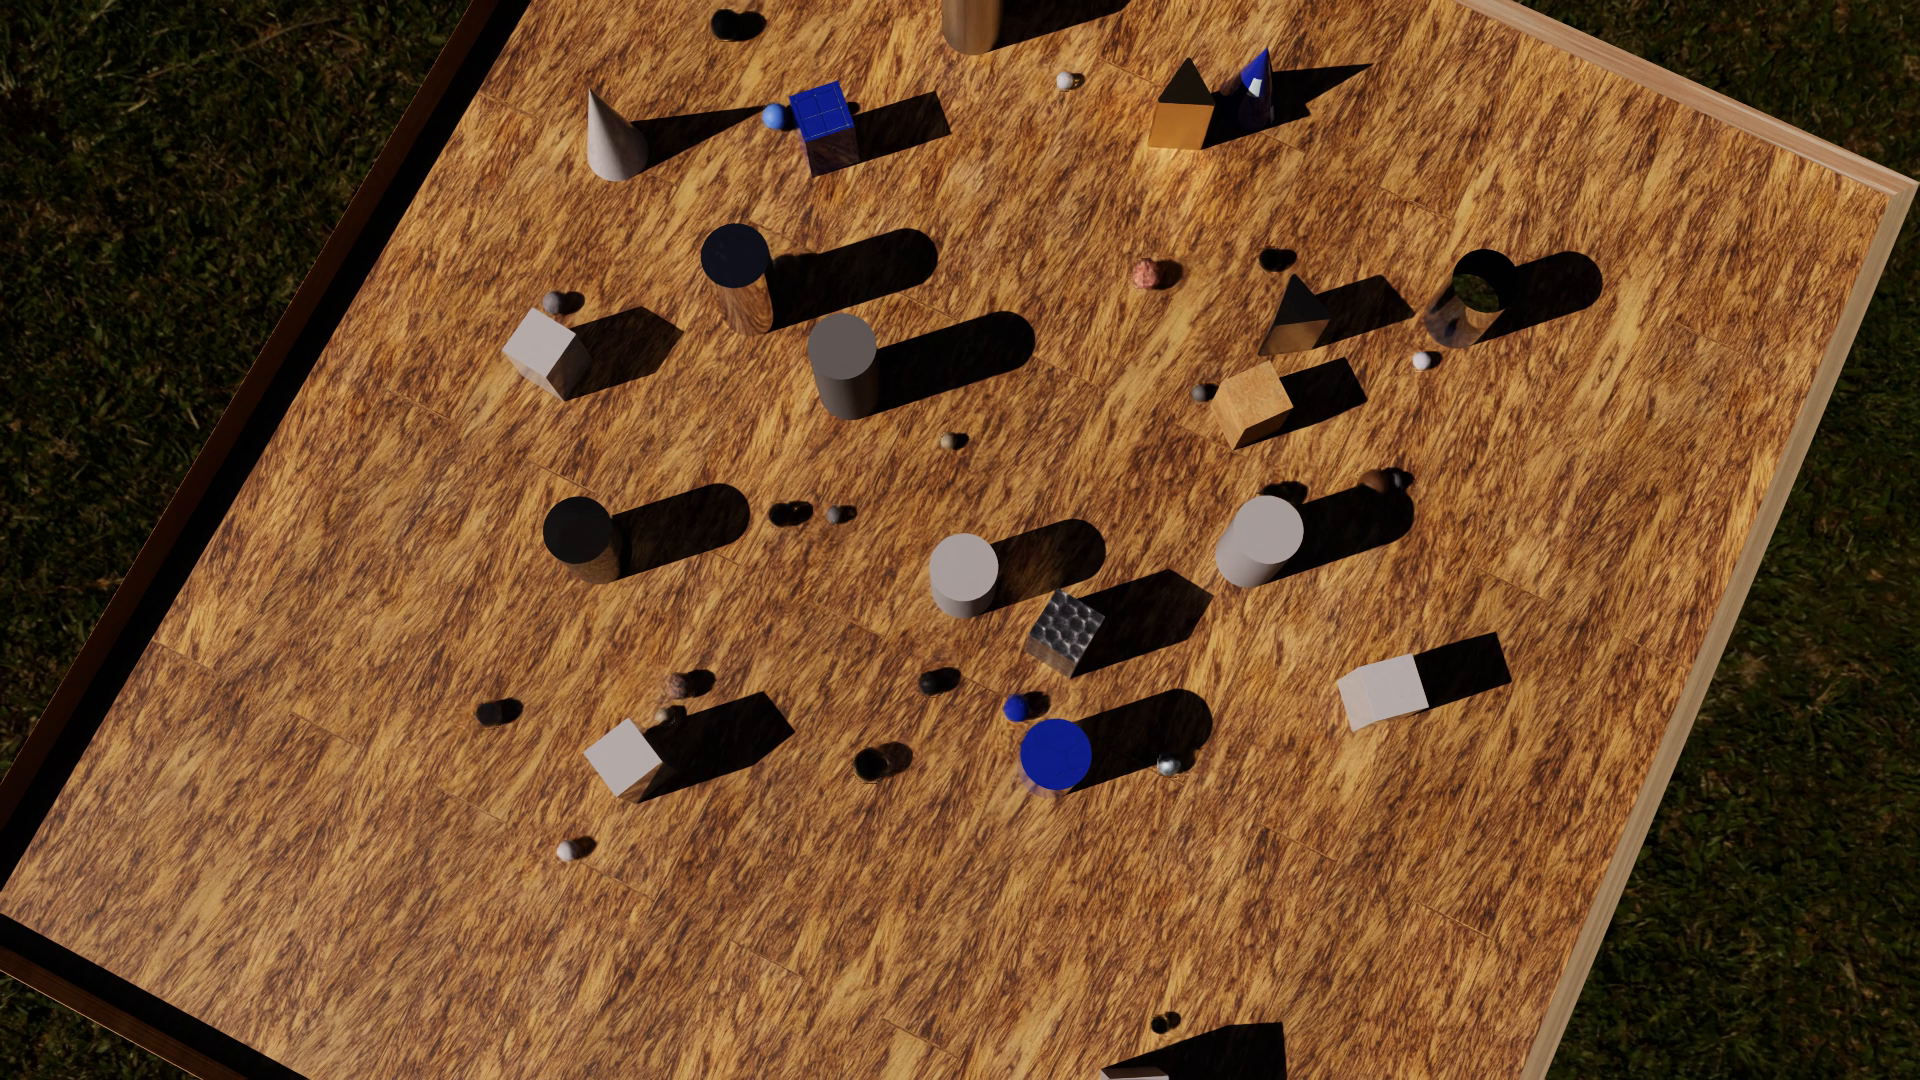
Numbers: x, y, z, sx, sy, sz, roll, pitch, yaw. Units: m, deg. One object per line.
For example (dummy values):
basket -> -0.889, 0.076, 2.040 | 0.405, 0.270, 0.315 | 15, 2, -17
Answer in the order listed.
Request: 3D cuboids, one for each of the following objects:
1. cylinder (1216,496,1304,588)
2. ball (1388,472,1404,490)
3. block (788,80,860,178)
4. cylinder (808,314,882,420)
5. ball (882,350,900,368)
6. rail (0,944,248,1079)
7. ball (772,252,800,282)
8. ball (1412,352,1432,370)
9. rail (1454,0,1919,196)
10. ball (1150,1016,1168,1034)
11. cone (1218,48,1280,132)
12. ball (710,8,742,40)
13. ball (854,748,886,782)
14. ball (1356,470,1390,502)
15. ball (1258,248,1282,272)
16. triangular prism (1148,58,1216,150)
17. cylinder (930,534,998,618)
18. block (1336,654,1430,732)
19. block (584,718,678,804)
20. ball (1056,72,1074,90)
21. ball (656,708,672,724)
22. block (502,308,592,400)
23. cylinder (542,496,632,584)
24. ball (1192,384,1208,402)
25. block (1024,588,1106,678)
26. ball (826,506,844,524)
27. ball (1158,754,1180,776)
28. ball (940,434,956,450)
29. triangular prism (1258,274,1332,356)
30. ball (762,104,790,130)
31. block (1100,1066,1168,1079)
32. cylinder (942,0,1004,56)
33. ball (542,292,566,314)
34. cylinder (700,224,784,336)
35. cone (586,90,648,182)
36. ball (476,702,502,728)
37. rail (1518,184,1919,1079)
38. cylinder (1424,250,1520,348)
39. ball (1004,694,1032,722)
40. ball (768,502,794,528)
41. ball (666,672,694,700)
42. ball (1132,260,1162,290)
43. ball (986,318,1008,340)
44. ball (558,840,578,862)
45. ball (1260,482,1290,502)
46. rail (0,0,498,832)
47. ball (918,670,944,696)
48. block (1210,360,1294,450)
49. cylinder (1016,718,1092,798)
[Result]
cylinder -> 0.880, 0.009, 5.418 | 0.200, 0.385, 0.200 | 0, 78, 0
ball -> 1.334, -0.180, 5.627 | 0.053, 0.053, 0.053 | 0, 78, 0
block -> -0.423, -1.284, 5.743 | 0.160, 0.274, 0.160 | -19, 79, -4
cylinder -> -0.340, -0.514, 5.498 | 0.200, 0.441, 0.200 | 0, 78, 0
ball -> -0.213, -0.558, 5.639 | 0.059, 0.059, 0.059 | 0, 78, 0
rail -> -1.042, 2.047, 5.125 | 4.346, 0.130, 0.045 | 26, 80, 5
ball -> -0.545, -0.855, 5.744 | 0.093, 0.093, 0.093 | 0, 78, 0
ball -> 1.437, -0.557, 5.703 | 0.058, 0.058, 0.058 | 0, 78, 0
rail -> 1.042, -2.033, 5.970 | 4.346, 0.130, 0.045 | 26, 80, 5
ball -> 0.577, 1.403, 5.299 | 0.053, 0.053, 0.053 | 0, 78, 0
cone -> 0.929, -1.449, 5.719 | 0.200, 0.386, 0.200 | 0, 78, 0
ball -> -0.756, -1.663, 5.910 | 0.099, 0.099, 0.099 | 0, 78, 0
ball -> -0.267, 0.665, 5.428 | 0.100, 0.100, 0.100 | 0, 78, 0
ball -> 1.263, -0.166, 5.601 | 0.098, 0.098, 0.098 | 0, 78, 0
ball -> 0.975, -0.881, 5.762 | 0.073, 0.073, 0.073 | 0, 78, 0
triangular prism -> 0.692, -1.365, 5.732 | 0.173, 0.328, 0.150 | 4, 78, 1
cylinder -> 0.011, 0.110, 5.435 | 0.200, 0.311, 0.200 | 0, 78, 0
block -> 1.234, 0.450, 5.365 | 0.160, 0.310, 0.160 | -14, 79, -3
block -> -0.951, 0.644, 5.320 | 0.160, 0.320, 0.160 | -38, 81, -7
ball -> 0.337, -1.479, 5.895 | 0.055, 0.055, 0.055 | 0, 78, 0
ball -> -0.885, 0.526, 5.482 | 0.051, 0.051, 0.051 | 0, 78, 0
block -> -1.258, -0.565, 5.600 | 0.160, 0.261, 0.160 | 31, 80, 6
cylinder -> -1.103, 0.005, 5.446 | 0.200, 0.332, 0.200 | 0, 78, 0
ball -> 0.745, -0.457, 5.684 | 0.053, 0.053, 0.053 | 0, 78, 0
block -> 0.305, 0.278, 5.389 | 0.160, 0.333, 0.160 | 31, 80, 6
ball -> -0.383, -0.077, 5.605 | 0.055, 0.055, 0.055 | 0, 78, 0
ball -> 0.622, 0.668, 5.444 | 0.067, 0.067, 0.067 | 0, 78, 0
ball -> -0.036, -0.304, 5.653 | 0.051, 0.051, 0.051 | 0, 78, 0
triangular prism -> 1.008, -0.692, 5.604 | 0.173, 0.305, 0.150 | -8, 78, -2
ball -> -0.587, -1.352, 5.854 | 0.084, 0.084, 0.084 | 0, 78, 0
block -> 0.489, 1.569, 5.116 | 0.160, 0.345, 0.160 | -3, 78, -1
cylinder -> 0.041, -1.709, 5.768 | 0.200, 0.397, 0.200 | 0, 78, 0
ball -> -1.269, -0.741, 5.734 | 0.072, 0.072, 0.072 | 0, 78, 0
cylinder -> -0.655, -0.782, 5.550 | 0.200, 0.448, 0.200 | 0, 78, 0
cone -> -1.097, -1.290, 5.646 | 0.200, 0.466, 0.200 | 0, 78, 0
ball -> -1.407, 0.521, 5.470 | 0.075, 0.075, 0.075 | 0, 78, 0
rail -> 1.922, 0.948, 5.353 | 0.045, 0.130, 4.706 | 26, 80, 5
cylinder -> 1.557, -0.732, 5.592 | 0.200, 0.344, 0.200 | 0, 78, 0
ball -> 0.171, 0.504, 5.470 | 0.083, 0.083, 0.083 | 0, 78, 0
ball -> -0.547, -0.077, 5.594 | 0.076, 0.076, 0.076 | 0, 78, 0
ball -> -0.839, 0.439, 5.484 | 0.081, 0.081, 0.081 | 0, 78, 0
ball -> 0.586, -0.830, 5.740 | 0.096, 0.096, 0.096 | 0, 78, 0
ball -> 0.116, -0.659, 5.719 | 0.067, 0.067, 0.067 | 0, 78, 0
ball -> -1.155, 0.915, 5.396 | 0.062, 0.062, 0.062 | 0, 78, 0
ball -> 0.960, -0.131, 5.598 | 0.089, 0.089, 0.089 | 0, 78, 0
rail -> -1.922, -0.934, 5.743 | 0.045, 0.130, 4.706 | 26, 80, 5
ball -> -0.088, 0.428, 5.490 | 0.074, 0.074, 0.074 | 0, 78, 0
block -> 0.883, -0.406, 5.567 | 0.160, 0.262, 0.160 | -24, 79, -5
cylinder -> 0.269, 0.635, 5.301 | 0.200, 0.361, 0.200 | 0, 78, 0
